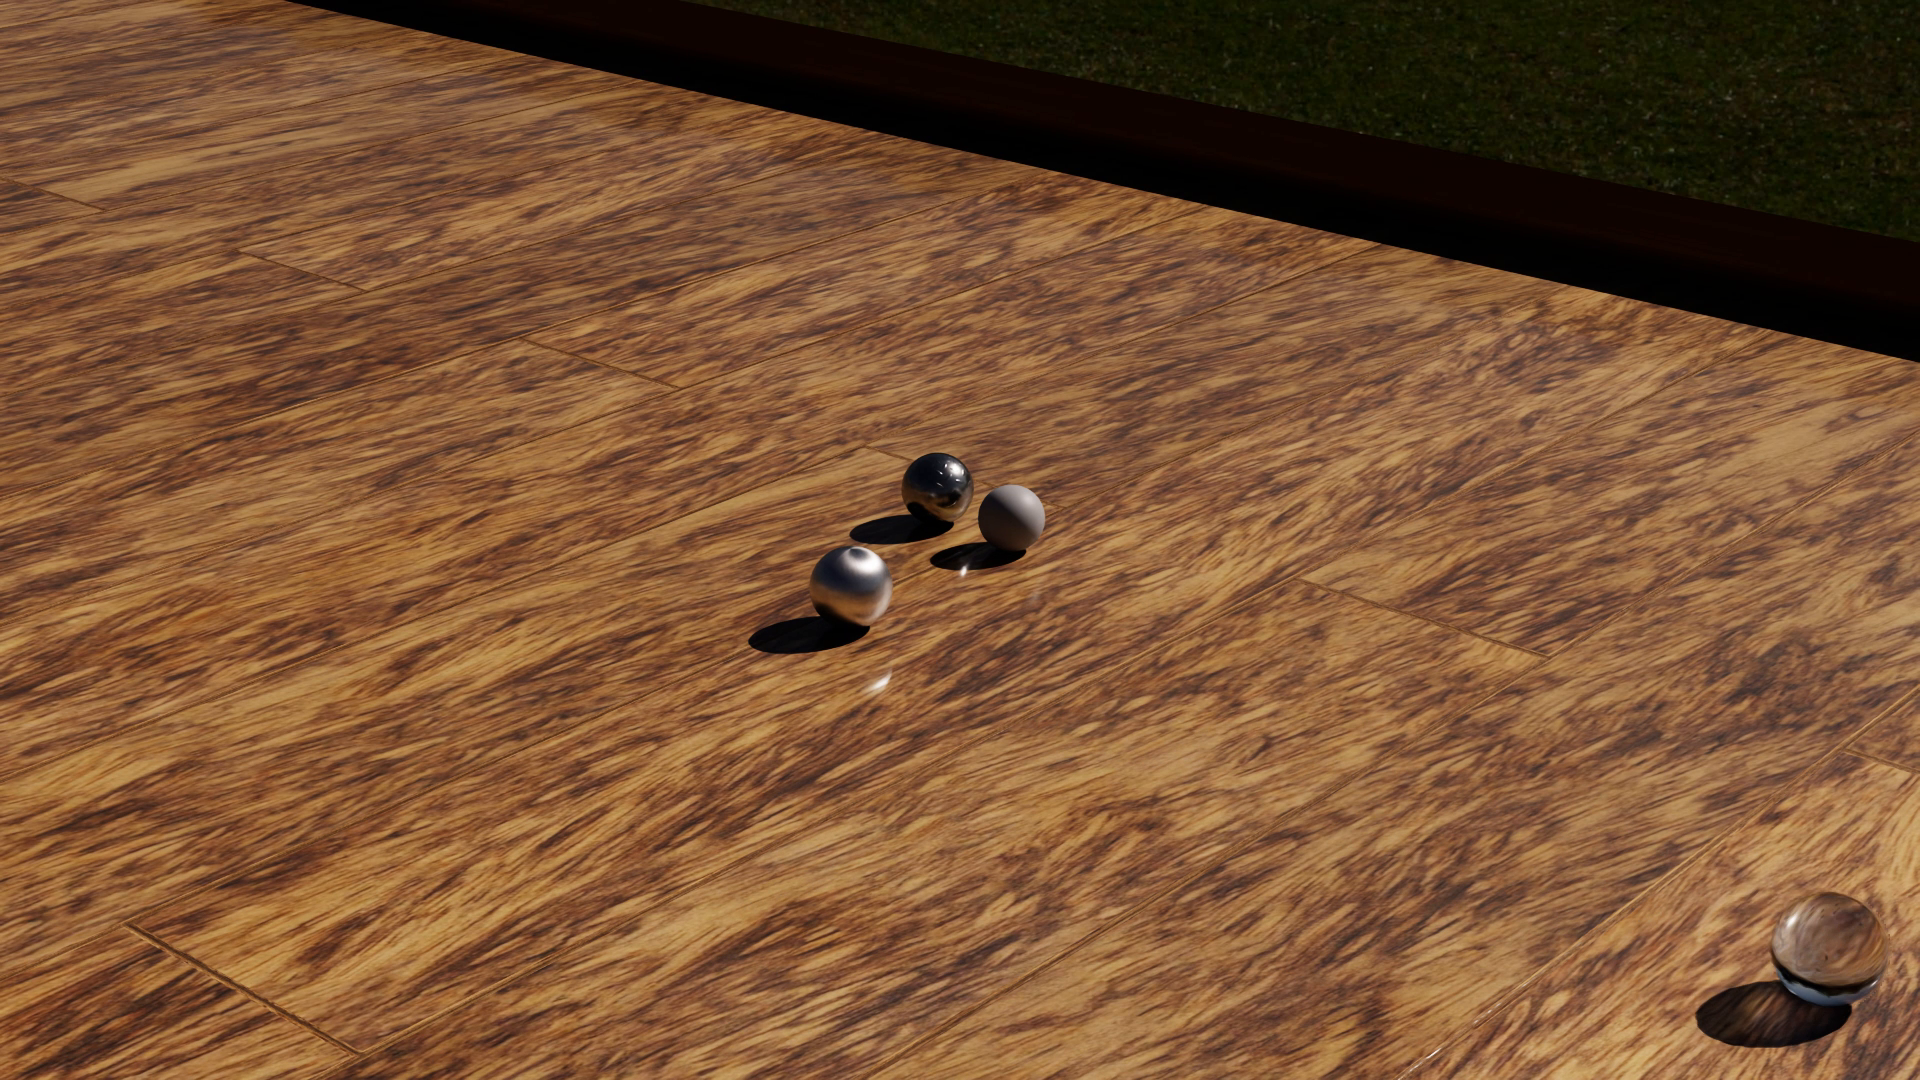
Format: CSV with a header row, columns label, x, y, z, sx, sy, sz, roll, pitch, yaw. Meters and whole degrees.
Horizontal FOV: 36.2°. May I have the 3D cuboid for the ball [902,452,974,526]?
label,x,y,z,sx,sy,sz,roll,pitch,yaw
ball,-0.020,-0.046,2.624,0.065,0.065,0.065,0,22,0

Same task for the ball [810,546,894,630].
label,x,y,z,sx,sy,sz,roll,pitch,yaw
ball,-0.089,0.039,2.411,0.069,0.069,0.069,0,22,0

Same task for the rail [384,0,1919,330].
label,x,y,z,sx,sy,sz,roll,pitch,yaw
rail,-0.070,-0.616,3.979,4.369,0.094,0.045,18,28,37

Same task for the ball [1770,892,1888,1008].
label,x,y,z,sx,sy,sz,roll,pitch,yaw
ball,0.551,0.260,1.866,0.073,0.073,0.073,0,22,0

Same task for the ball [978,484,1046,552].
label,x,y,z,sx,sy,sz,roll,pitch,yaw
ball,0.045,-0.019,2.566,0.059,0.059,0.059,0,22,0
